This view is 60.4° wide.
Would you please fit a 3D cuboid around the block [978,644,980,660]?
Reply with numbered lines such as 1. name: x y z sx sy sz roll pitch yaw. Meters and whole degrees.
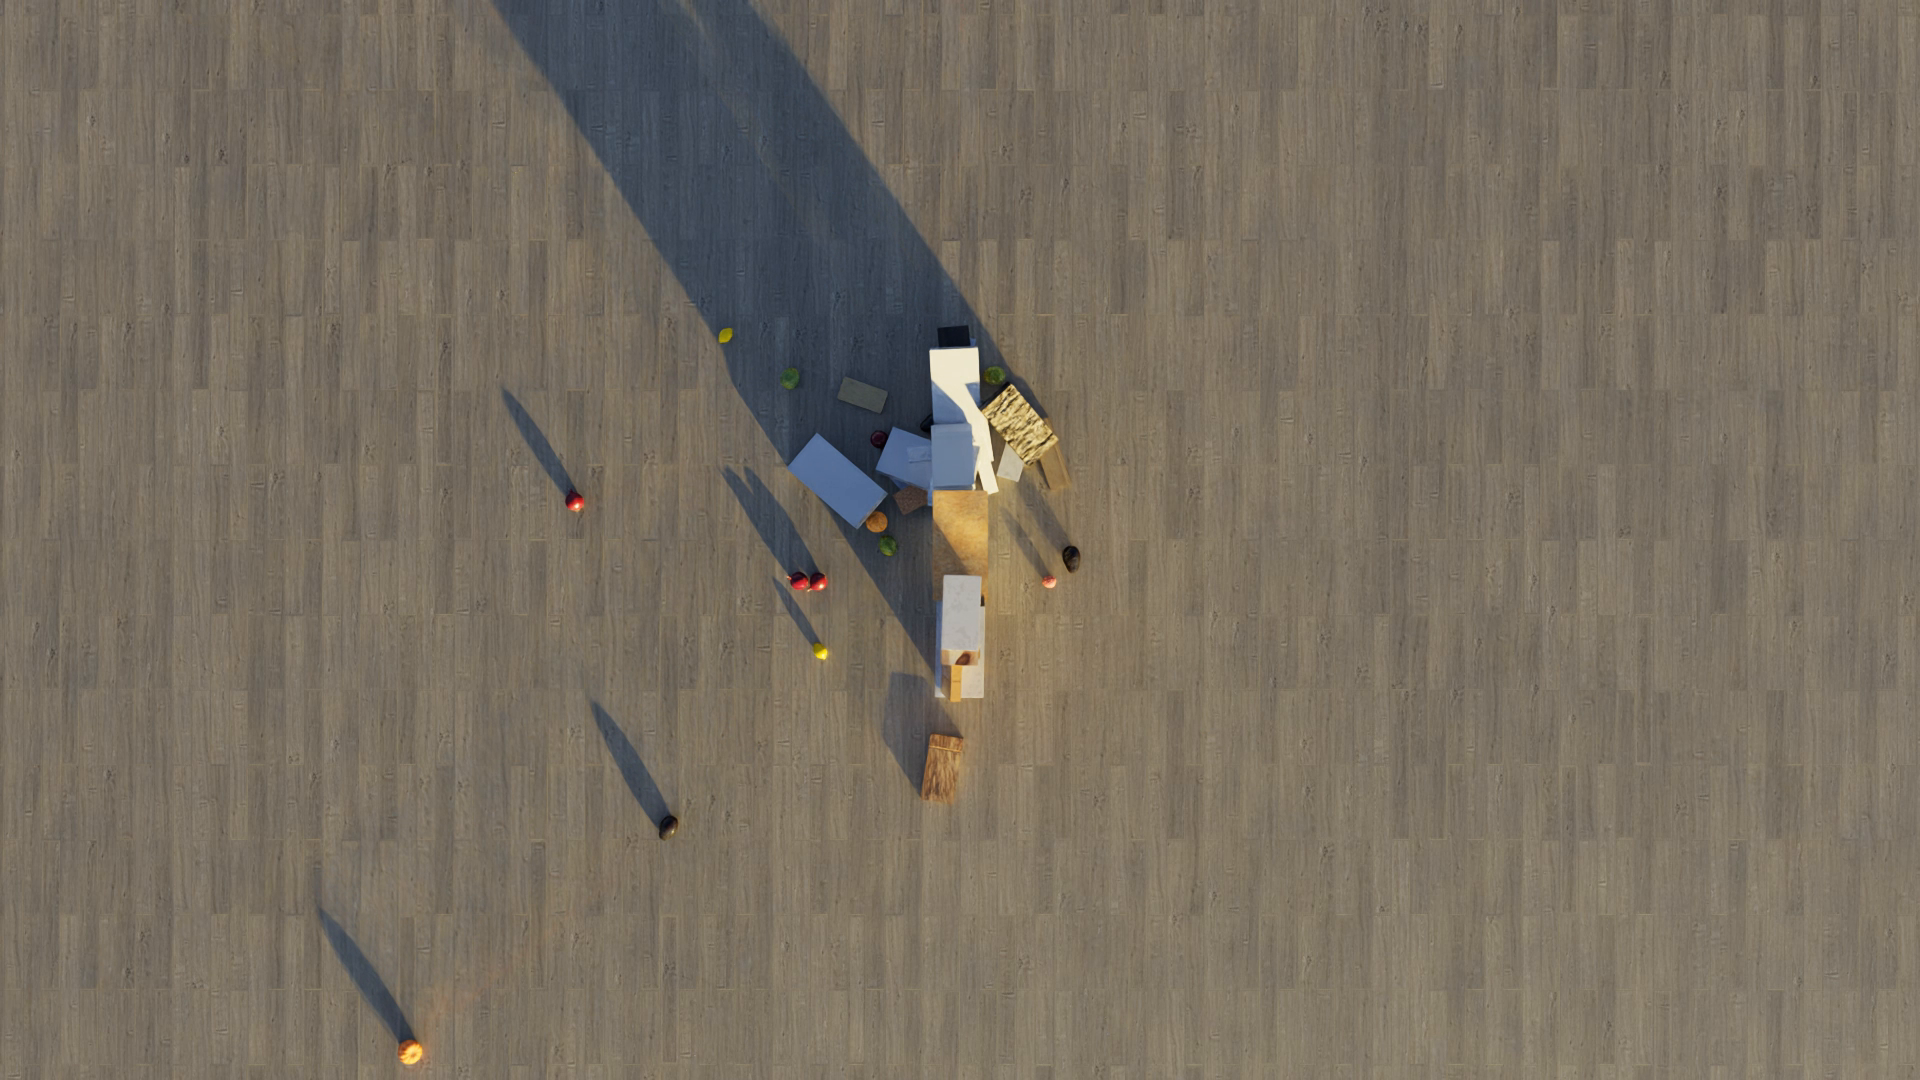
1. block: 0.005 0.337 5.022 0.110 0.265 0.031 1 90 0

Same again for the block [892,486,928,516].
1. block: -0.137 -0.152 5.467 0.156 0.022 0.078 -28 90 -1

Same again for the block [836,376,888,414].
1. block: -0.324 -0.482 5.489 0.156 0.022 0.078 19 90 0

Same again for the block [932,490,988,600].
1. block: 0.001 0.018 5.133 0.171 0.048 0.341 0 91 0

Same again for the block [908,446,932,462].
1. block: -0.124 -0.283 5.421 0.092 0.013 0.046 -7 78 3

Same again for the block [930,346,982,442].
1. block: -0.013 -0.472 5.368 0.155 0.044 0.311 -3 107 0

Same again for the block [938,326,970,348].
1. block: -0.013 -0.596 5.403 0.103 0.029 0.206 -5 101 1

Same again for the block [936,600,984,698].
1. block: 0.000 0.341 5.176 0.151 0.043 0.302 1 90 0

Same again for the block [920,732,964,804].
1. block: -0.060 0.759 5.484 0.110 0.031 0.220 9 90 0

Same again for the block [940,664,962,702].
1. block: -0.027 0.423 5.018 0.031 0.271 0.110 2 90 -7

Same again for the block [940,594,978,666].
1. block: 0.001 0.259 4.874 0.110 0.031 0.221 2 90 0

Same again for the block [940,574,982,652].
1. block: 0.003 0.213 4.843 0.110 0.031 0.220 2 90 0

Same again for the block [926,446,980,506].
1. block: -0.018 -0.208 5.306 0.133 0.266 0.038 4 133 8

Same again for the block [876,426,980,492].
1. block: -0.105 -0.245 5.441 0.310 0.044 0.155 21 81 9

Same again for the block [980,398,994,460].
1. block: 0.045 -0.357 5.456 0.103 0.029 0.206 -9 106 1

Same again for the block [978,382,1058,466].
1. block: 0.192 -0.379 5.400 0.133 0.038 0.266 -43 118 0

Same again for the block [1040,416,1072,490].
1. block: 0.299 -0.287 5.489 0.076 0.021 0.232 -19 90 0

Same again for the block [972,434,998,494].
1. block: 0.074 -0.272 5.459 0.046 0.013 0.246 -15 106 3

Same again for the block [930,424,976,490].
1. block: -0.023 -0.261 5.283 0.133 0.038 0.266 -3 50 1

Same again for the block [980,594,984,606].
1. block: 0.018 0.188 5.000 0.110 0.221 0.031 -6 89 0

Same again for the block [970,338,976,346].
1. block: 0.012 -0.612 5.474 0.060 0.017 0.121 11 90 0

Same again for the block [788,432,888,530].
1. block: -0.405 -0.195 5.444 0.311 0.044 0.155 41 90 13

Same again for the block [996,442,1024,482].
1. block: 0.179 -0.277 5.489 0.076 0.021 0.151 17 90 0

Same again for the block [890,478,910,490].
1. block: -0.175 -0.198 5.489 0.076 0.021 0.151 -41 90 0
